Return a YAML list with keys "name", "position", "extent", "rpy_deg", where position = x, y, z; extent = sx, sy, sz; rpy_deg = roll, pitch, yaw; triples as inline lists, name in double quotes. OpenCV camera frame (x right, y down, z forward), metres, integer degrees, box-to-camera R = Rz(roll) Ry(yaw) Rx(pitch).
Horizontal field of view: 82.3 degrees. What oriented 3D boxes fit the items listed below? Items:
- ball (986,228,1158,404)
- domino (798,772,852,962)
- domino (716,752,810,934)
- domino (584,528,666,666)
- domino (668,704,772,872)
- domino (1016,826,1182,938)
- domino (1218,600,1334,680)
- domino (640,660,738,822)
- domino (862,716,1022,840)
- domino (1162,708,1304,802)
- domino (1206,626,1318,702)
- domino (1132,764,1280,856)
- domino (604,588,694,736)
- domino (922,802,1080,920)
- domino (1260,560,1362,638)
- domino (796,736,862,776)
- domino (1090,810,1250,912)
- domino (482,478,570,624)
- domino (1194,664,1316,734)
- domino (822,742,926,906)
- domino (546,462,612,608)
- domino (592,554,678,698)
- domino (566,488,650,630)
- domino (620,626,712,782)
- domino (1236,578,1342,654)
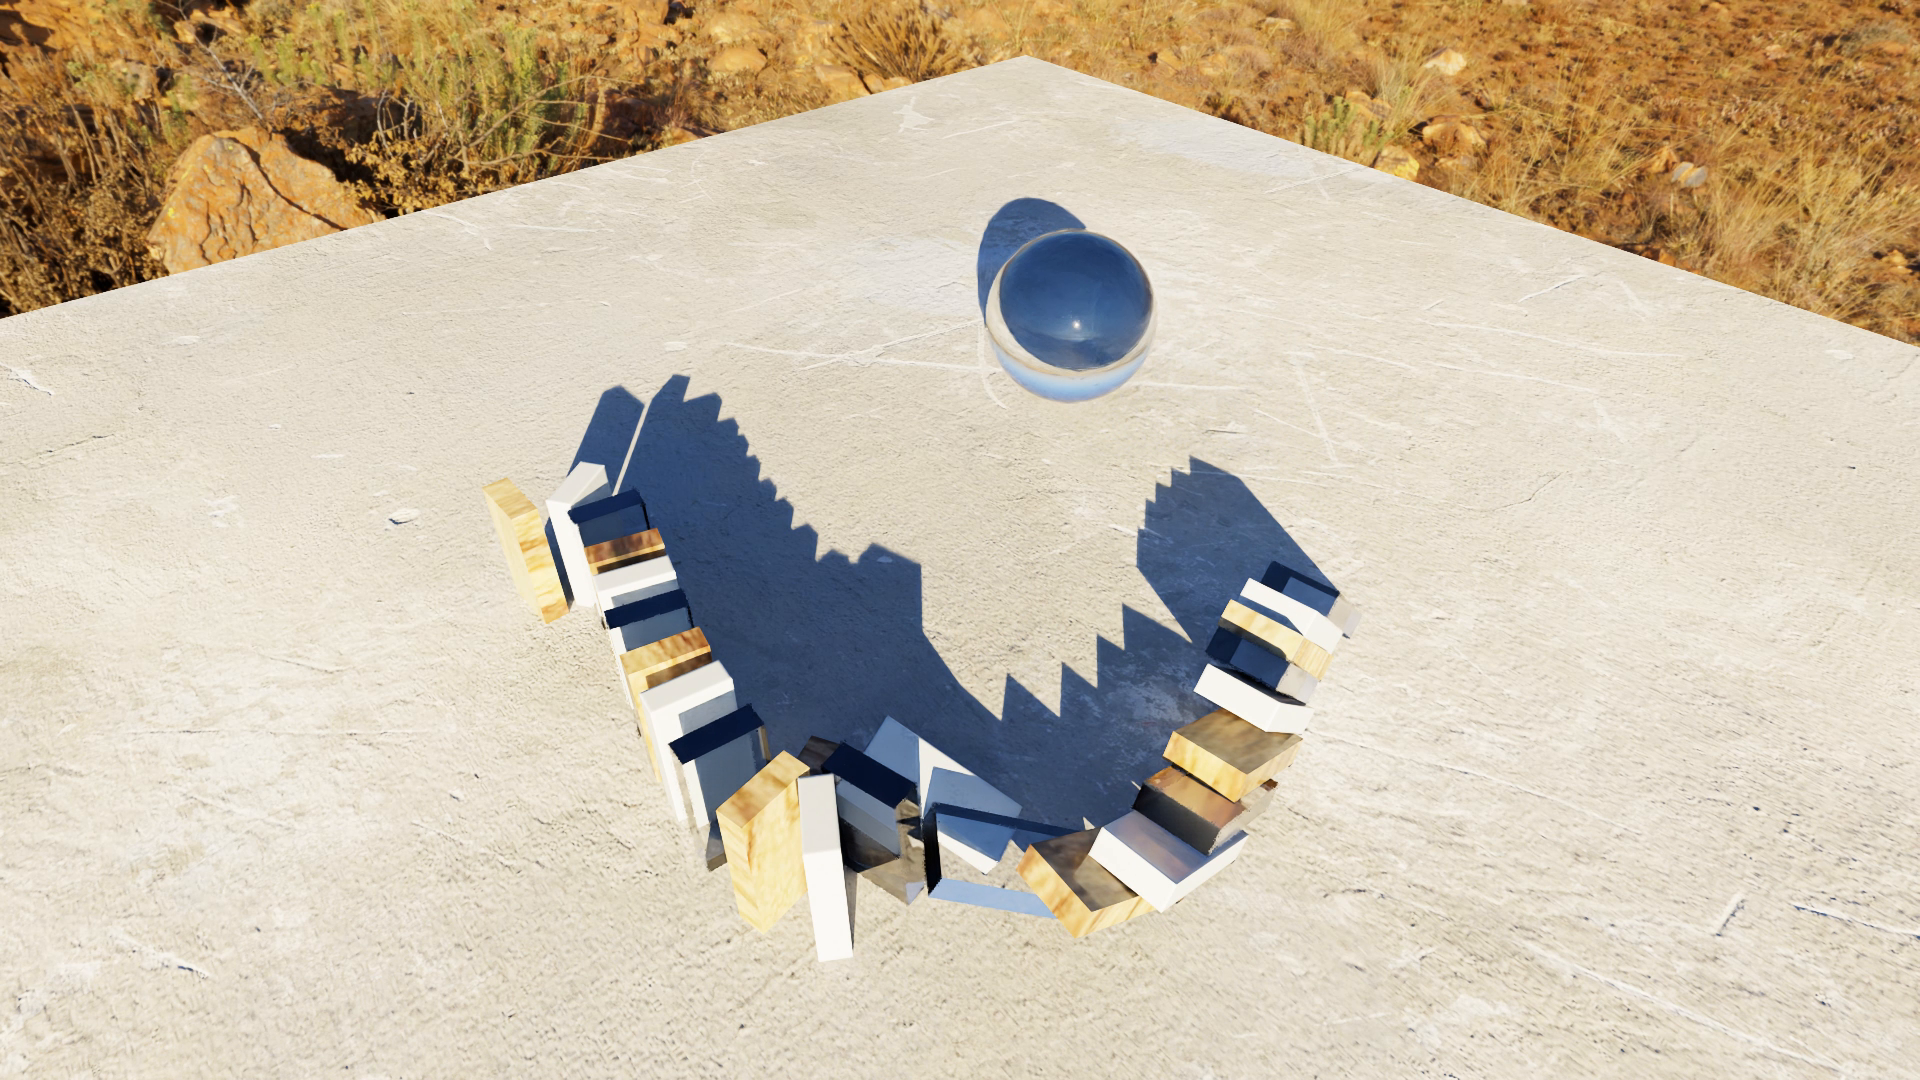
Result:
- name: "ball"
  position: [0.052, -0.104, 0.515]
  extent: [0.080, 0.080, 0.080]
  rpy_deg: [0, 39, 0]
- name: "domino"
  position: [-0.037, 0.090, 0.301]
  extent: [0.009, 0.050, 0.025]
  rpy_deg: [-6, 40, -7]
- name: "domino"
  position: [-0.052, 0.085, 0.308]
  extent: [0.009, 0.050, 0.025]
  rpy_deg: [26, 46, 28]
- name: "domino"
  position: [-0.113, 0.021, 0.385]
  extent: [0.025, 0.050, 0.010]
  rpy_deg: [-17, 42, -20]
- name: "domino"
  position: [-0.068, 0.073, 0.322]
  extent: [0.025, 0.050, 0.010]
  rpy_deg: [-24, 45, -27]
- name: "domino"
  position: [0.042, 0.094, 0.310]
  extent: [0.050, 0.009, 0.025]
  rpy_deg: [3, 30, -46]
- name: "domino"
  position: [0.108, 0.035, 0.375]
  extent: [0.025, 0.050, 0.010]
  rpy_deg: [29, 92, 34]
- name: "domino"
  position: [-0.080, 0.062, 0.336]
  extent: [0.025, 0.050, 0.010]
  rpy_deg: [-23, 44, -25]
- name: "domino"
  position: [-0.008, 0.078, 0.331]
  extent: [0.050, 0.010, 0.025]
  rpy_deg: [34, 44, 0]
- name: "domino"
  position: [0.087, 0.065, 0.346]
  extent: [0.025, 0.009, 0.050]
  rpy_deg: [29, 20, 31]
- name: "domino"
  position: [0.102, 0.042, 0.366]
  extent: [0.025, 0.050, 0.009]
  rpy_deg: [29, 92, 31]
- name: "domino"
  position: [0.075, 0.077, 0.331]
  extent: [0.025, 0.010, 0.050]
  rpy_deg: [29, 20, 29]
- name: "domino"
  position: [-0.099, 0.041, 0.362]
  extent: [0.025, 0.050, 0.010]
  rpy_deg: [-17, 42, -20]
- name: "domino"
  position: [0.015, 0.093, 0.315]
  extent: [0.050, 0.009, 0.025]
  rpy_deg: [16, 35, -19]
- name: "domino"
  position: [0.126, 0.022, 0.391]
  extent: [0.025, 0.050, 0.009]
  rpy_deg: [29, 92, 31]
- name: "domino"
  position: [-0.030, 0.080, 0.345]
  extent: [0.050, 0.010, 0.025]
  rpy_deg: [14, 41, 17]
- name: "domino"
  position: [0.061, 0.088, 0.318]
  extent: [0.025, 0.009, 0.050]
  rpy_deg: [34, 22, 30]
- name: "domino"
  position: [-0.160, 0.004, 0.406]
  extent: [0.009, 0.050, 0.025]
  rpy_deg: [-29, 48, -31]
- name: "domino"
  position: [0.096, 0.052, 0.356]
  extent: [0.025, 0.009, 0.050]
  rpy_deg: [29, 5, 31]
- name: "domino"
  position: [-0.024, 0.081, 0.312]
  extent: [0.025, 0.050, 0.010]
  rpy_deg: [24, 50, 26]
- name: "domino"
  position: [-0.139, -0.001, 0.413]
  extent: [0.010, 0.050, 0.025]
  rpy_deg: [9, 40, 11]
- name: "domino"
  position: [-0.106, 0.030, 0.375]
  extent: [0.025, 0.050, 0.009]
  rpy_deg: [-16, 42, -19]
- name: "domino"
  position: [-0.125, 0.008, 0.402]
  extent: [0.025, 0.050, 0.009]
  rpy_deg: [-21, 44, -24]
- name: "domino"
  position: [-0.089, 0.053, 0.347]
  extent: [0.025, 0.050, 0.010]
  rpy_deg: [-20, 43, -22]
- name: "domino"
  position: [0.116, 0.027, 0.384]
  extent: [0.025, 0.050, 0.010]
  rpy_deg: [29, 92, 31]
